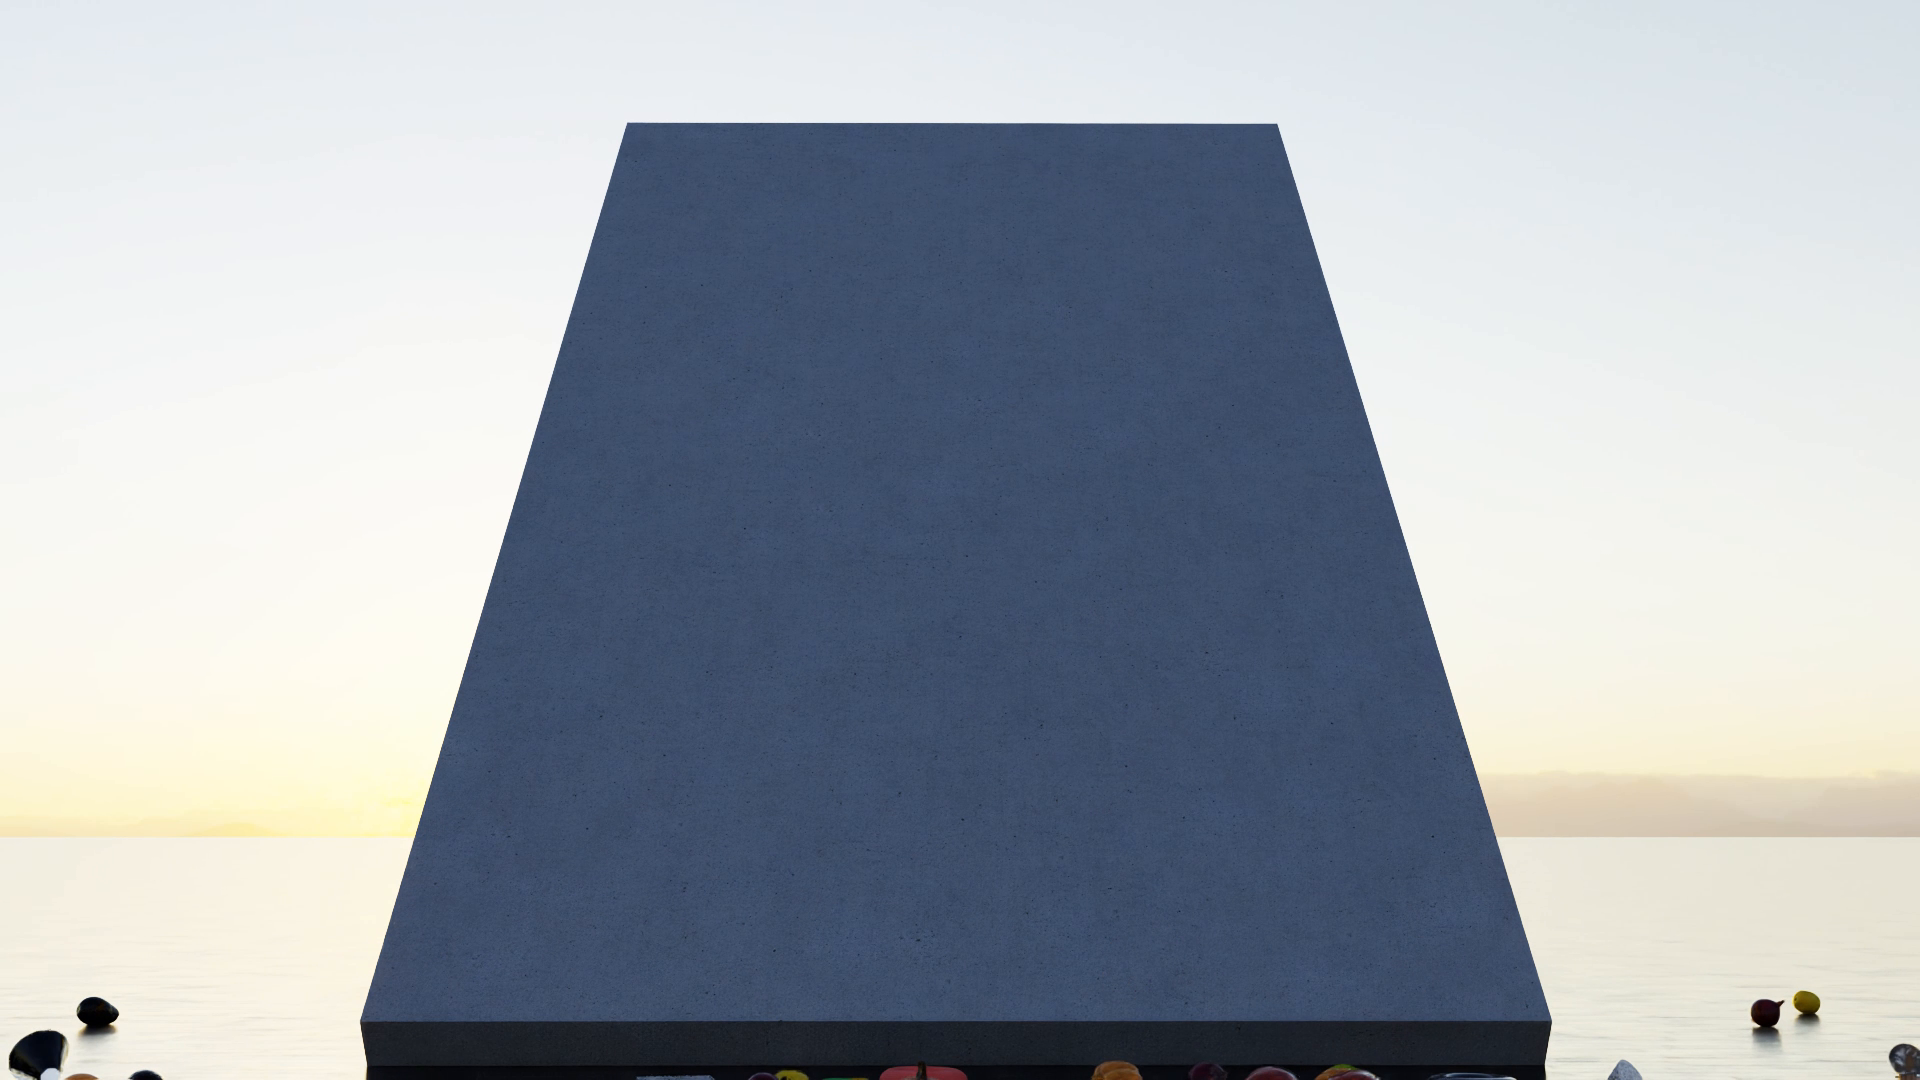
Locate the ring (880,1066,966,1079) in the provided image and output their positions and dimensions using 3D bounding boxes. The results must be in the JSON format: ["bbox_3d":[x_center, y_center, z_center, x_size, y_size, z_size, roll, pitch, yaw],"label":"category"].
[{"bbox_3d":[-0.054,0.808,3.623,0.135,0.045,0.135,1,-8,0],"label":"ring"}]

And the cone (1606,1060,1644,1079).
[{"bbox_3d":[0.907,0.785,3.407,0.088,0.088,0.088,-35,-24,28],"label":"cone"}]

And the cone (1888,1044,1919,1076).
[{"bbox_3d":[1.543,0.861,3.985,0.057,0.057,0.057,-1,-34,9],"label":"cone"}]

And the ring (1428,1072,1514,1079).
[{"bbox_3d":[0.735,0.792,3.494,0.143,0.048,0.143,1,-8,0],"label":"ring"}]

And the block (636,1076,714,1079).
[{"bbox_3d":[-0.347,0.708,2.986,0.092,0.092,0.092,2,-7,-13],"label":"block"}]

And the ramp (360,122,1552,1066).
[{"bbox_3d":[-0.014,-0.196,5.818,2.000,0.100,4.000,0,31,0],"label":"ramp"}]

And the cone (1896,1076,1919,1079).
[{"bbox_3d":[1.306,0.780,3.339,0.072,0.072,0.072,-3,-34,20],"label":"cone"}]

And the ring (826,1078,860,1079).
[{"bbox_3d":[-0.172,0.815,3.614,0.087,0.029,0.087,1,-7,0],"label":"ring"}]
